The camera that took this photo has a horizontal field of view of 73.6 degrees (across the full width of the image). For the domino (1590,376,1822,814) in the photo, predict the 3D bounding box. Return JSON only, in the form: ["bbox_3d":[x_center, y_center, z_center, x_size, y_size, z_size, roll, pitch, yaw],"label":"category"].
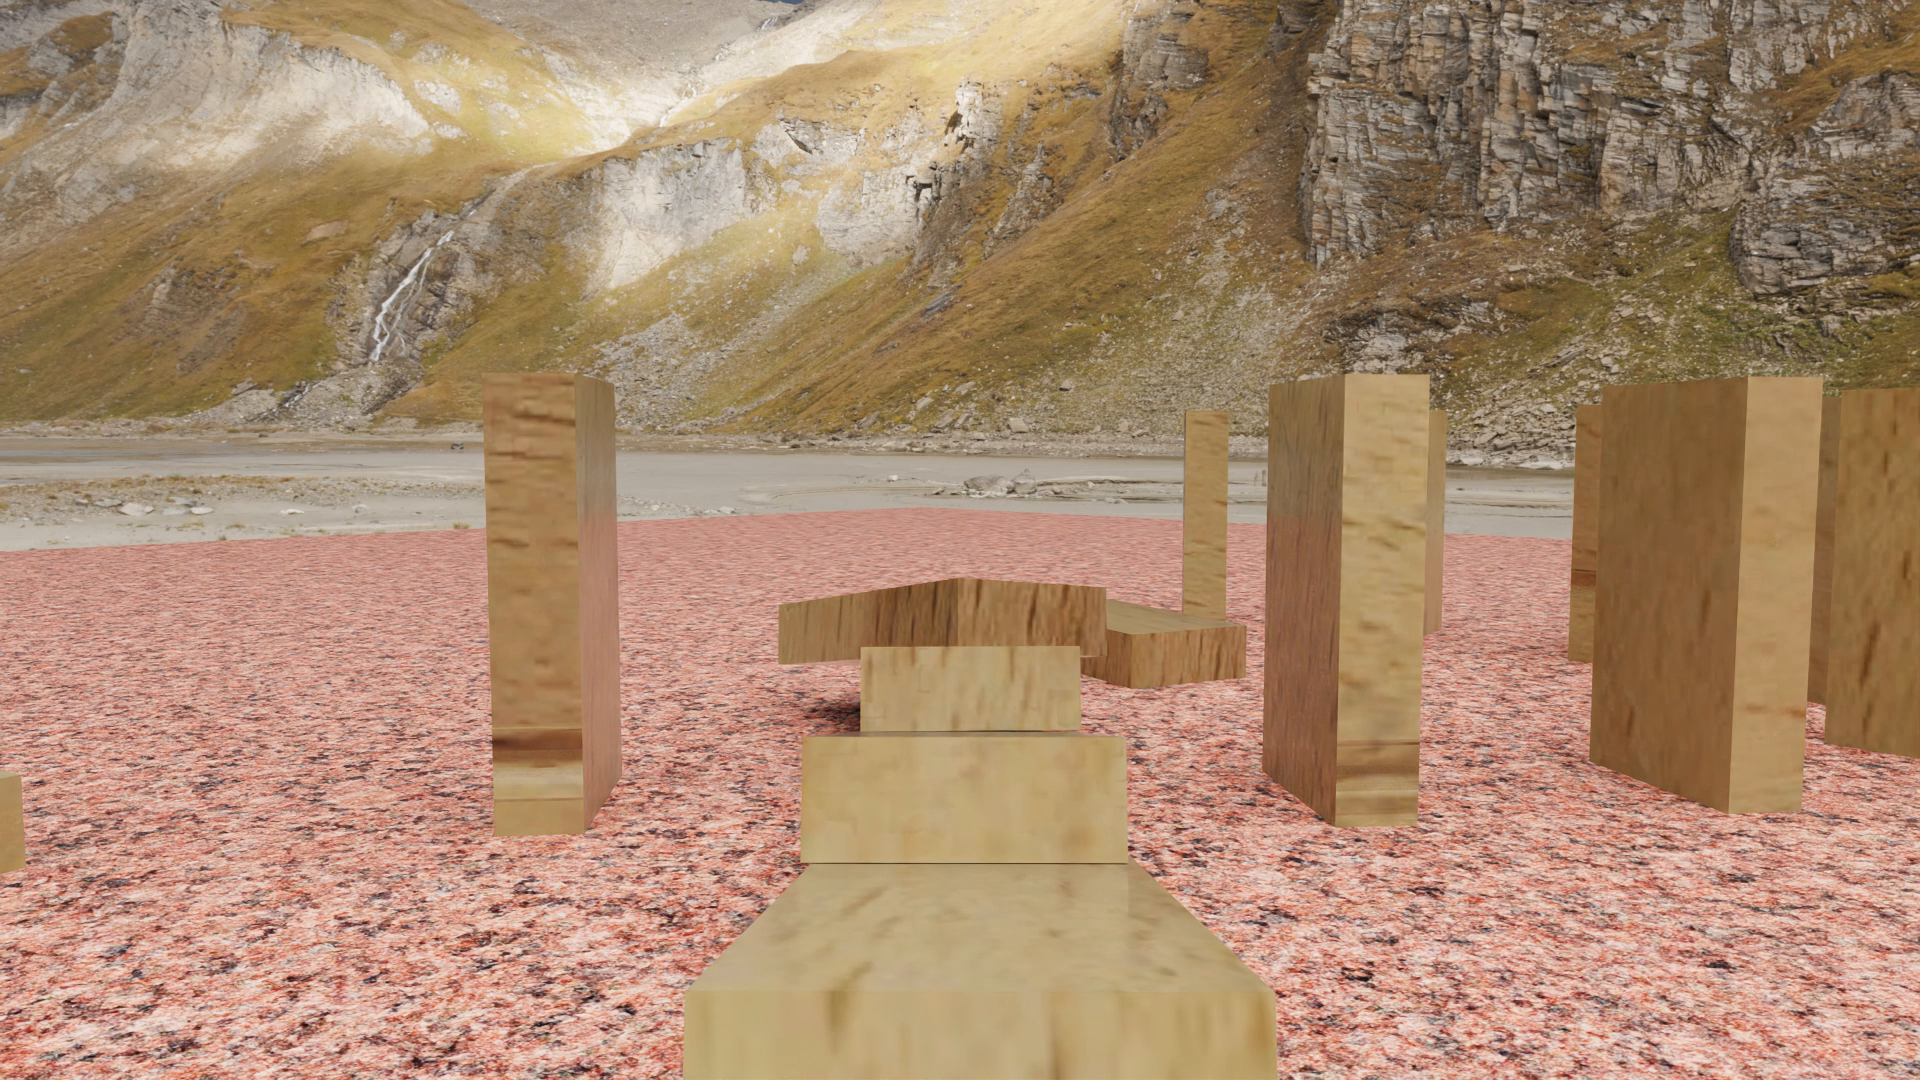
[{"bbox_3d":[0.091,0.006,0.159,0.010,0.050,0.025,-1,4,-9],"label":"domino"}]

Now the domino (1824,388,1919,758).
[{"bbox_3d":[0.134,0.005,0.174,0.009,0.050,0.025,-3,5,-36],"label":"domino"}]

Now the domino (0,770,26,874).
[{"bbox_3d":[-0.117,0.029,0.112,0.025,0.010,0.050,2,5,28],"label":"domino"}]

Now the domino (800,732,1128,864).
[{"bbox_3d":[0.000,0.023,0.123,0.025,0.010,0.050,0,-8,0],"label":"domino"}]

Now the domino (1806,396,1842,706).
[{"bbox_3d":[0.152,0.002,0.213,0.025,0.050,0.009,-1,4,-9],"label":"domino"}]

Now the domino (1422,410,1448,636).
[{"bbox_3d":[0.100,-0.004,0.286,0.009,0.050,0.025,3,5,36],"label":"domino"}]

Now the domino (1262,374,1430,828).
[{"bbox_3d":[0.045,0.006,0.153,0.010,0.050,0.025,0,4,-5],"label":"domino"}]

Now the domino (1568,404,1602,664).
[{"bbox_3d":[0.133,-0.002,0.254,0.025,0.050,0.010,-3,5,-36],"label":"domino"}]

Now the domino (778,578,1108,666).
[{"bbox_3d":[-0.004,0.013,0.191,0.025,0.010,0.050,5,-9,-35],"label":"domino"}]

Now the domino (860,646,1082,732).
[{"bbox_3d":[0.000,0.020,0.170,0.025,0.009,0.050,0,-7,-2],"label":"domino"}]

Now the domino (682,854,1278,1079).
[{"bbox_3d":[0.001,0.027,0.079,0.025,0.009,0.050,0,-7,0],"label":"domino"}]

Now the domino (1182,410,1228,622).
[{"bbox_3d":[0.058,-0.005,0.305,0.009,0.050,0.025,1,4,9],"label":"domino"}]

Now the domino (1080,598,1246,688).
[{"bbox_3d":[0.030,0.019,0.250,0.025,0.010,0.050,-2,5,-27],"label":"domino"}]

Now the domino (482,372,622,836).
[{"bbox_3d":[-0.047,0.006,0.150,0.009,0.050,0.025,0,4,-6],"label":"domino"}]
